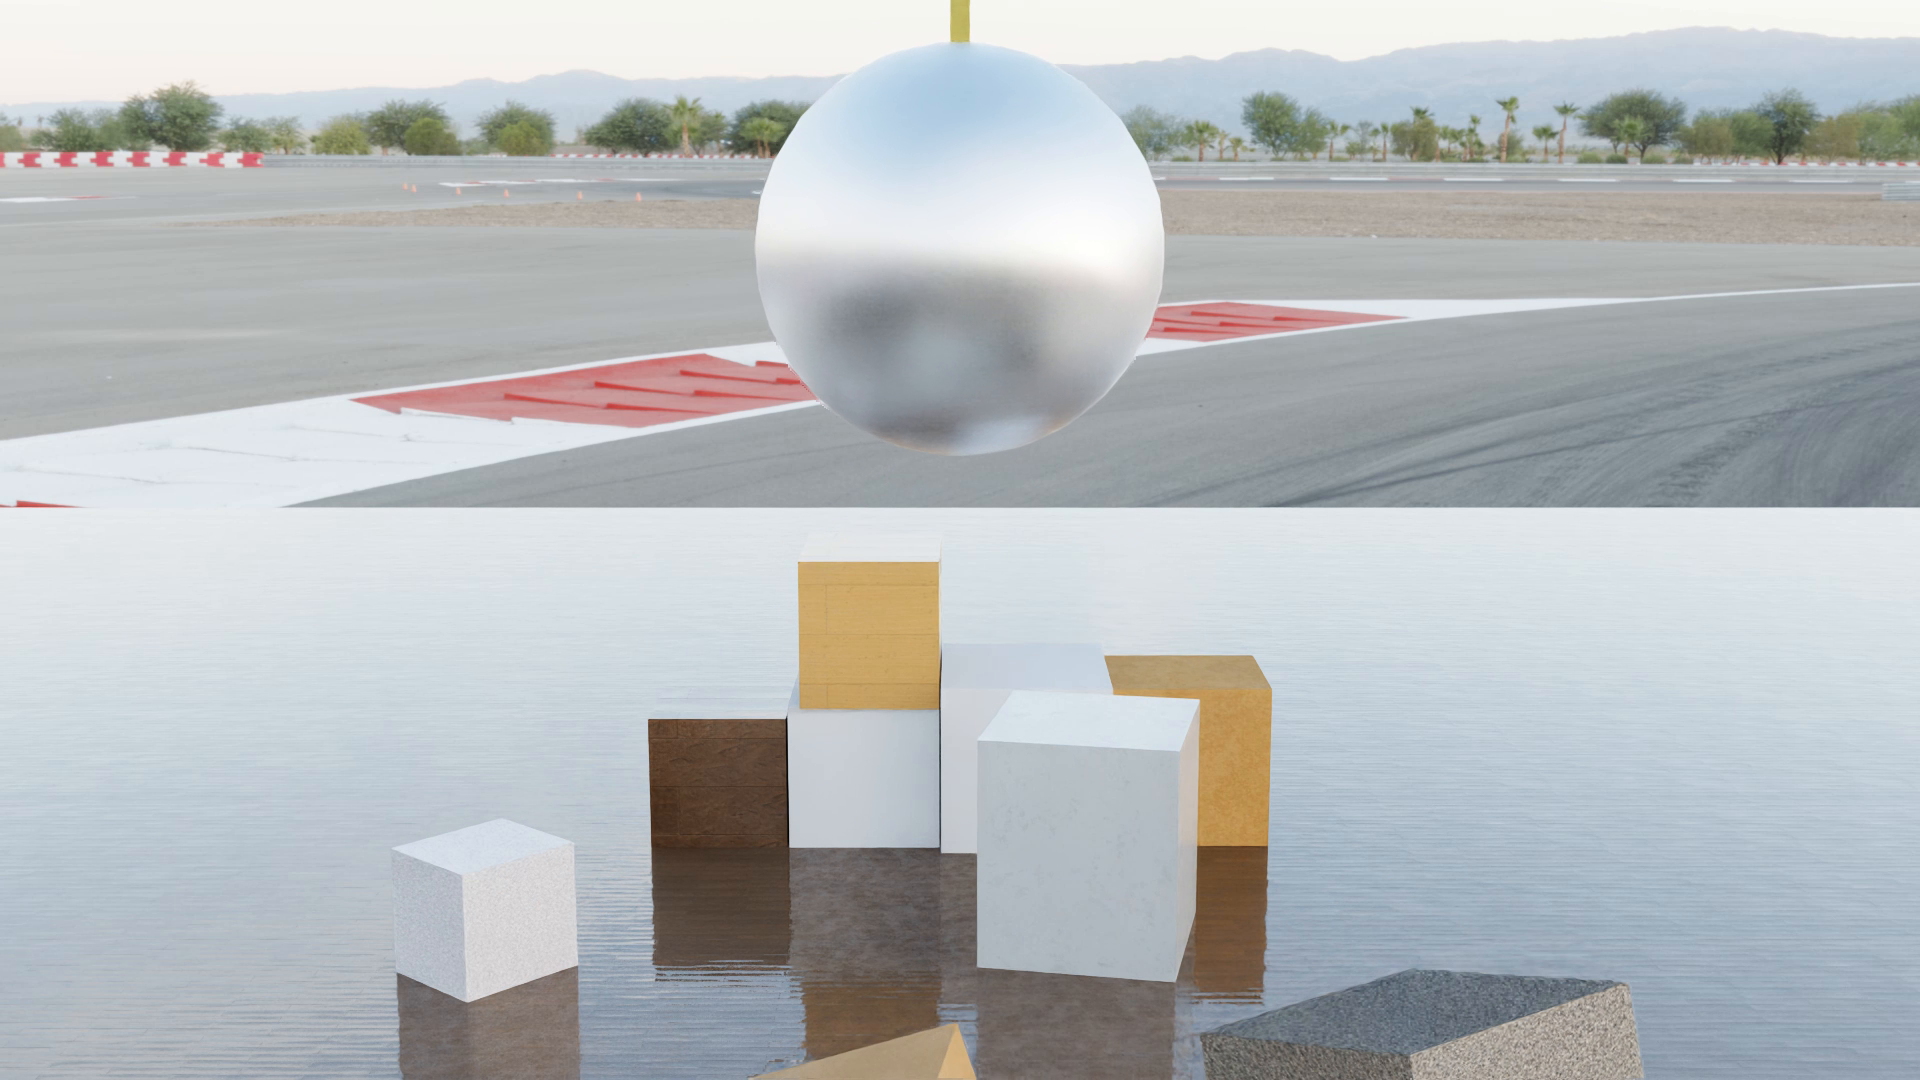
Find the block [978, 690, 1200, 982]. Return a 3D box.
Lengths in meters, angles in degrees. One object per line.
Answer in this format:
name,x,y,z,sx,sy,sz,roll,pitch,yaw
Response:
block,0.580,1.280,9.704,0.854,1.010,0.873,2,11,11

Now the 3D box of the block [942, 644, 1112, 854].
block,0.329,1.059,11.377,0.846,0.846,0.982,0,10,0

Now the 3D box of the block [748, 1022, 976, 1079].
block,-0.222,1.633,5.153,0.591,0.672,0.644,-17,6,9

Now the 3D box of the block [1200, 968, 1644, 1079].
block,1.447,1.825,6.764,0.943,0.776,0.913,-7,-3,-34

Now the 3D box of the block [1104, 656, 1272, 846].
block,1.158,1.076,11.378,0.792,0.811,0.740,0,10,0

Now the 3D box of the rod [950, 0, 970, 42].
rod,0.000,-4.447,9.340,0.080,5.200,0.080,0,-13,0

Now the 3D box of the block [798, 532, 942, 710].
block,-0.445,0.399,11.225,0.692,0.744,0.812,0,10,0

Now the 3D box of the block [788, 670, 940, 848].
block,-0.480,1.119,11.376,0.755,0.728,0.773,0,10,0

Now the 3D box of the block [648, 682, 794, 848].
block,-1.211,1.151,11.372,0.686,0.667,0.749,0,10,0

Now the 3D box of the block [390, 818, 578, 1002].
block,-2.030,1.569,9.397,0.511,0.551,0.572,9,14,41

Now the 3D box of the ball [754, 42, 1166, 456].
ball,0.000,-1.130,8.595,1.600,1.600,1.600,0,10,0
